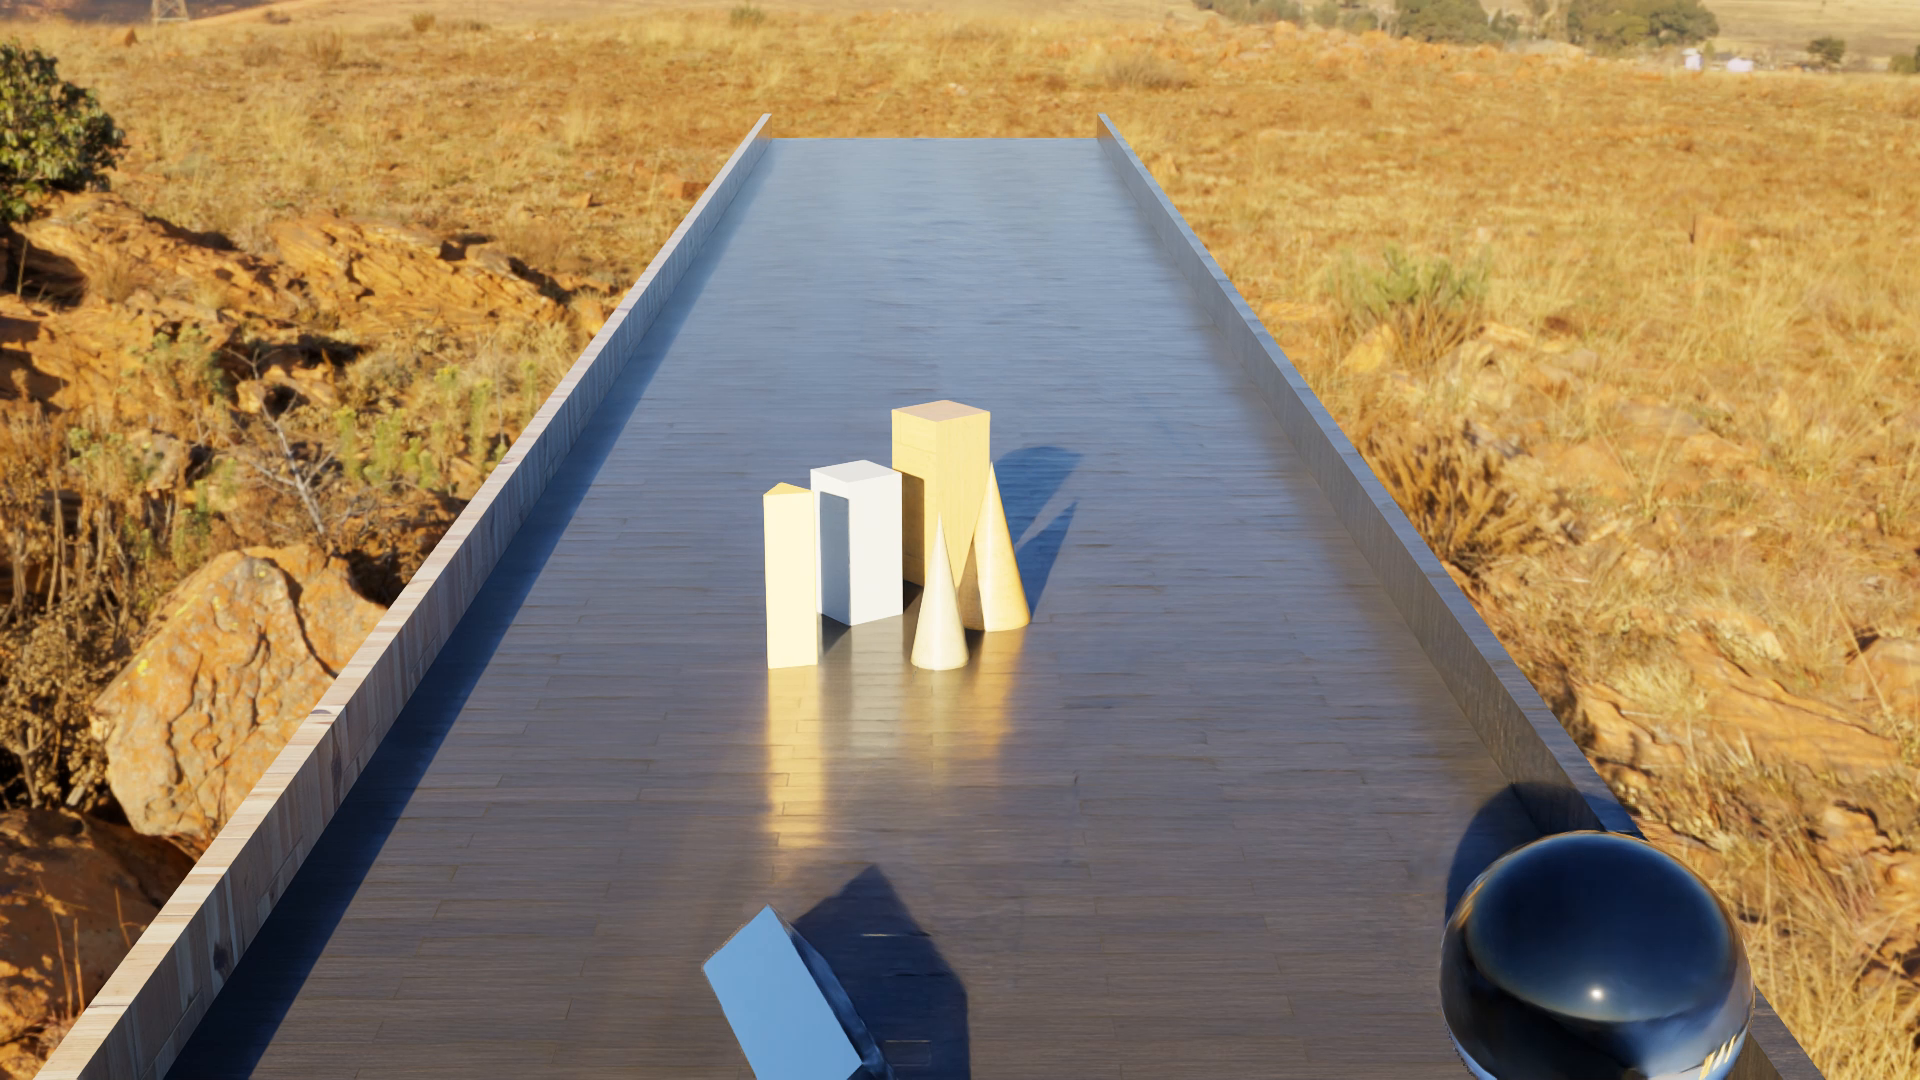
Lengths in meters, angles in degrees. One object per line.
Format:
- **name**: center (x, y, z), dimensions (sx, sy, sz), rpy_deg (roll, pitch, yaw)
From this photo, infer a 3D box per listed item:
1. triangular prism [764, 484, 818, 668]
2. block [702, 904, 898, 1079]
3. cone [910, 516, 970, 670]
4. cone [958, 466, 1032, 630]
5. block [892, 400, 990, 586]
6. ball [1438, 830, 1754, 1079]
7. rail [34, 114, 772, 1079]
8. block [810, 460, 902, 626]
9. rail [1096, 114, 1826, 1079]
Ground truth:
- **triangular prism**: center (-0.343, 0.069, 4.371), dimensions (0.098, 0.356, 0.085), rpy_deg (-4, 17, -14)
- **block**: center (-0.194, 0.635, 2.791), dimensions (0.122, 0.122, 0.445), rpy_deg (-43, 25, -4)
- **cone**: center (-0.039, 0.092, 4.374), dimensions (0.120, 0.310, 0.120), rpy_deg (0, 17, 0)
- **cone**: center (0.066, 0.002, 4.622), dimensions (0.172, 0.341, 0.172), rpy_deg (0, 17, 0)
- **block**: center (-0.042, -0.101, 4.893), dimensions (0.152, 0.384, 0.152), rpy_deg (-13, 21, -38)
- **ball**: center (0.781, 0.545, 2.716), dimensions (0.373, 0.373, 0.373), rpy_deg (0, 17, 0)
- **rail**: center (-1.118, -0.838, 7.780), dimensions (0.050, 0.150, 12.000), rpy_deg (0, 17, -1)
- **block**: center (-0.219, 0.004, 4.666), dimensions (0.137, 0.311, 0.137), rpy_deg (-12, 20, -35)
- **rail**: center (0.932, -0.844, 7.801), dimensions (0.050, 0.150, 12.000), rpy_deg (0, 17, -1)
